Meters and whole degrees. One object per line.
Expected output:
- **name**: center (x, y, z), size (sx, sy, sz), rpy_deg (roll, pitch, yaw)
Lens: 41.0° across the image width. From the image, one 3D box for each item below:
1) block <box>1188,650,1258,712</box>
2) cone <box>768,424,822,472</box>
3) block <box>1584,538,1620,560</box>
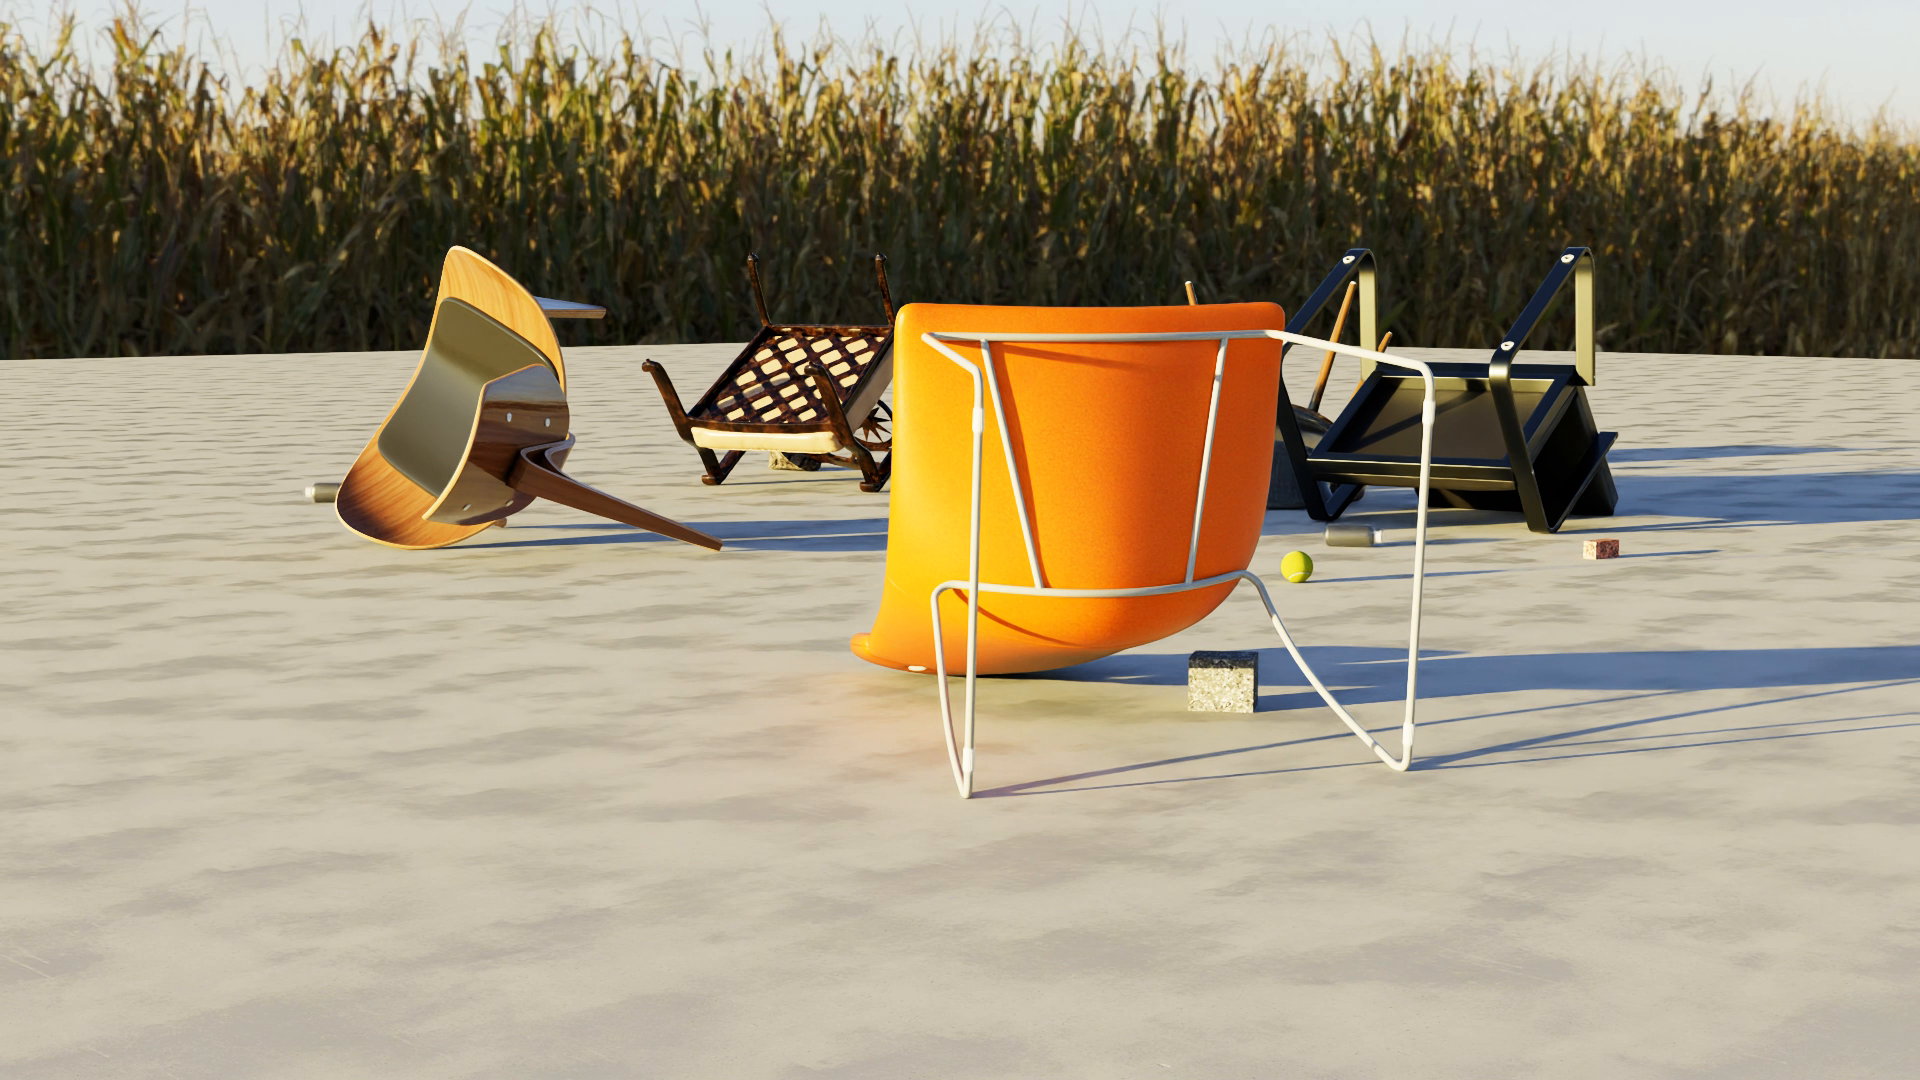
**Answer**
- **block**: center (0.404, 0.216, 3.926), size (0.098, 0.080, 0.088), rpy_deg (1, 6, 11)
- **cone**: center (-0.603, -0.276, 8.706), size (0.215, 0.133, 0.171), rpy_deg (39, -44, -18)
- **block**: center (1.503, 0.021, 6.010), size (0.091, 0.041, 0.034), rpy_deg (-5, 8, -41)
